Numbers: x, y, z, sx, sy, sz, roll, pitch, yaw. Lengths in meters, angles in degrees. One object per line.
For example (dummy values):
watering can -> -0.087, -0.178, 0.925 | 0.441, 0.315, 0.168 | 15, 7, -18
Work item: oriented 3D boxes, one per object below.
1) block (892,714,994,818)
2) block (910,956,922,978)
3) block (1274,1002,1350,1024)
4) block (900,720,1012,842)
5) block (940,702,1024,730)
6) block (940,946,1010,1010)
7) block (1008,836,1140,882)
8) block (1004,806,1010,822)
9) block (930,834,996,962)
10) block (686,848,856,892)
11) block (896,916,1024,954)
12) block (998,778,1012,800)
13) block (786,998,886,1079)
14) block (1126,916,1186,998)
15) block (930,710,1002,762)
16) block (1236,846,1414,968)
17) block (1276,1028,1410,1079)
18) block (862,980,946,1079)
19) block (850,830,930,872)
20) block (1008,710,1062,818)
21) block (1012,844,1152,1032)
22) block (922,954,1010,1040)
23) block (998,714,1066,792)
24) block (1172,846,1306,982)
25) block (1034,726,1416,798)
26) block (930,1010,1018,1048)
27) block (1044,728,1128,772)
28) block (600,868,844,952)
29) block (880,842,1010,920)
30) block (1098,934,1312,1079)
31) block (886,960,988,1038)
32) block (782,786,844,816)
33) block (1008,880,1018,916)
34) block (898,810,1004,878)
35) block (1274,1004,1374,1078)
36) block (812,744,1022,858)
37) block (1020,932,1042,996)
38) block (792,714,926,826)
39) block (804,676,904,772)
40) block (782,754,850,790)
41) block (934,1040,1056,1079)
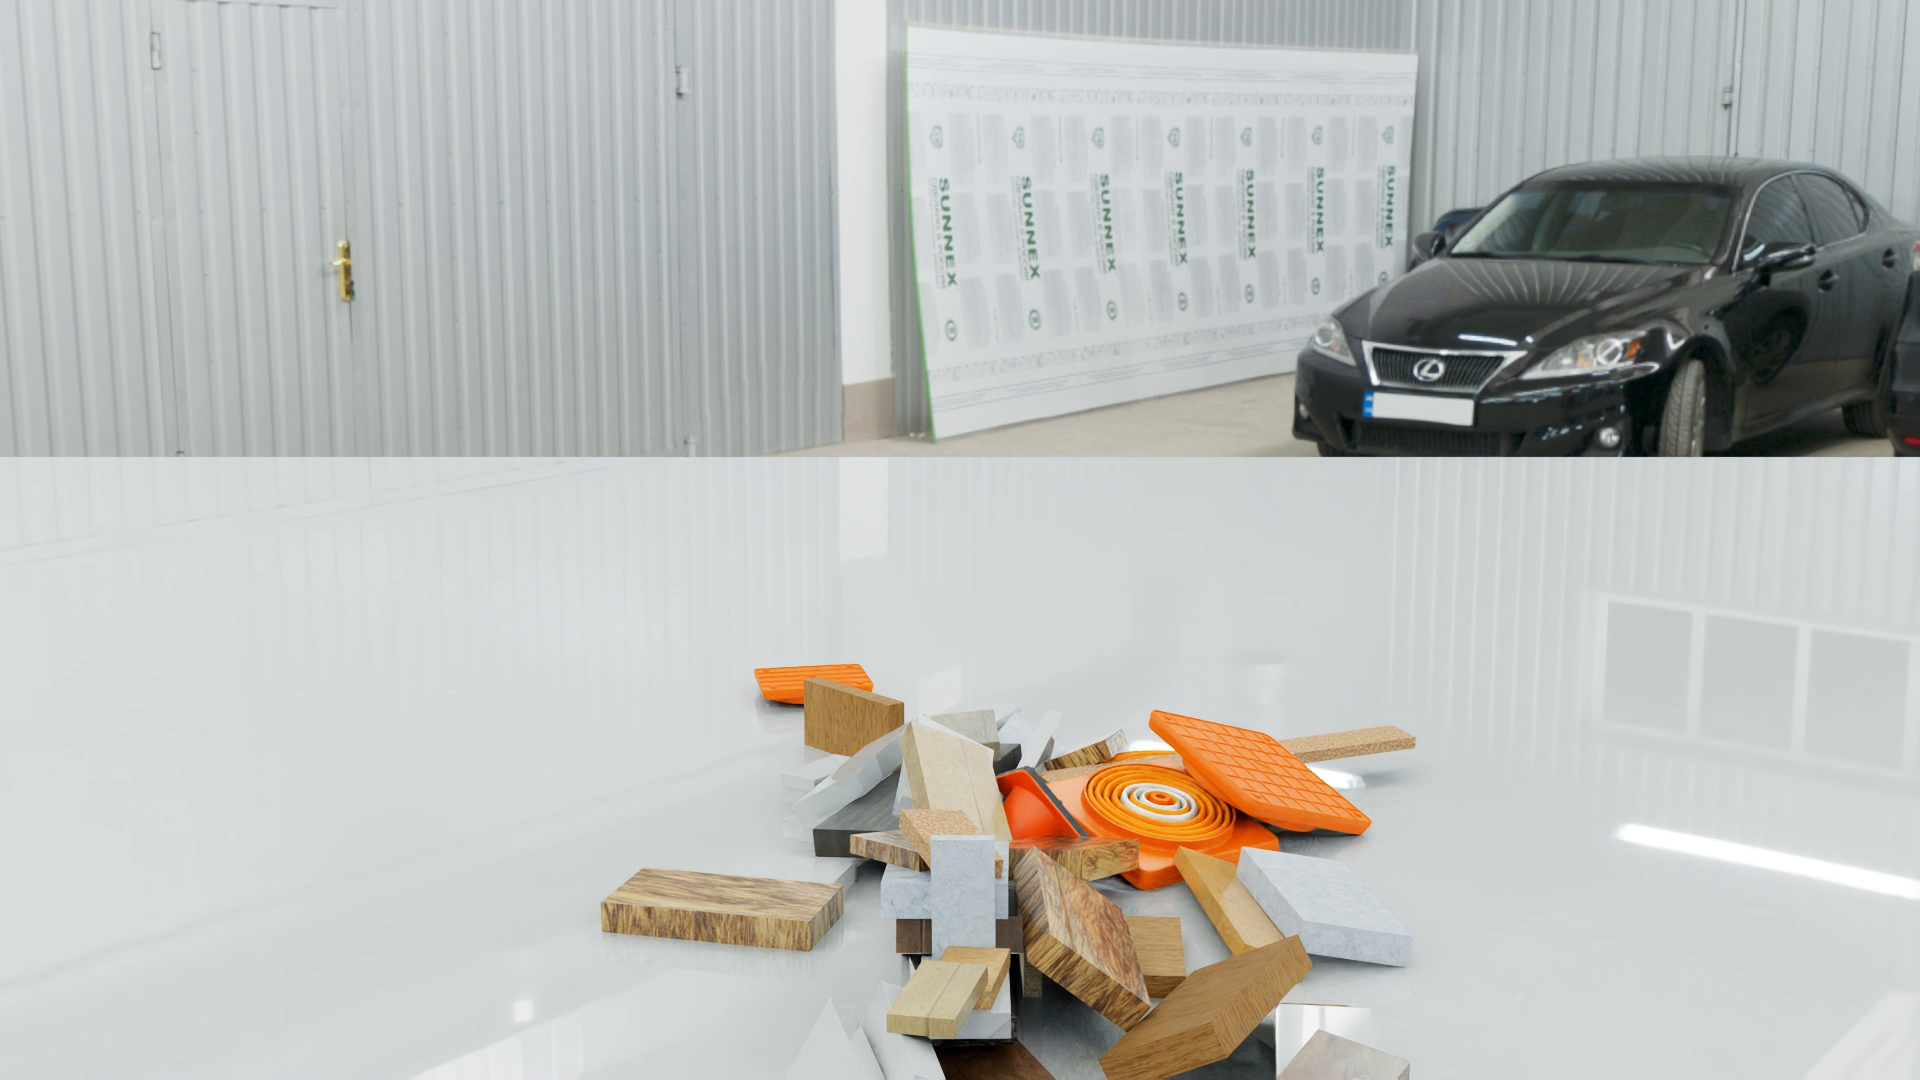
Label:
block -> -0.026, 0.422, 3.843 | 0.152, 0.043, 0.304 | 27, 21, -6
block -> -0.006, 0.635, 3.183 | 0.121, 0.034, 0.241 | -1, -3, -5
block -> 0.490, 0.694, 3.029 | 0.105, 0.030, 0.210 | 1, 11, 6
block -> -0.007, 0.429, 3.732 | 0.152, 0.043, 0.304 | 21, 23, -19
block -> 0.022, 0.375, 4.450 | 0.138, 0.039, 0.276 | 1, 7, 18
block -> 0.011, 0.583, 2.935 | 0.087, 0.025, 0.175 | 1, 8, 10
block -> 0.162, 0.514, 3.557 | 0.174, 0.049, 0.347 | -1, -5, 19
block -> 0.030, 0.519, 3.982 | 0.092, 0.026, 0.184 | 2, 11, 12
block -> 0.005, 0.495, 3.029 | 0.087, 0.175, 0.025 | 0, 8, 2
block -> -0.318, 0.566, 3.697 | 0.256, 0.036, 0.128 | 3, 11, 16
block -> -0.002, 0.582, 3.232 | 0.176, 0.050, 0.353 | 0, -11, 0
block -> 0.037, 0.467, 4.108 | 0.092, 0.026, 0.184 | -3, 10, 10
block -> -0.144, 0.701, 2.731 | 0.035, 0.123, 0.392 | 28, 3, -16
block -> 0.277, 0.632, 3.346 | 0.123, 0.035, 0.246 | 1, 11, 4
block -> 0.008, 0.375, 4.180 | 0.126, 0.036, 0.252 | -6, 9, -1
block -> 0.573, 0.579, 3.498 | 0.176, 0.050, 0.353 | 10, 9, -10
block -> 0.448, 0.711, 2.738 | 0.128, 0.036, 0.257 | 14, 28, 31
block -> -0.087, 0.681, 2.759 | 0.042, 0.148, 0.296 | 21, 6, -13
block -> -0.072, 0.456, 3.240 | 0.095, 0.027, 0.191 | -1, 2, -34
block -> 0.139, 0.419, 4.134 | 0.030, 0.105, 0.210 | 18, 32, 10
block -> 0.172, 0.571, 3.181 | 0.176, 0.050, 0.353 | 37, 8, -9
block -> 0.006, 0.610, 2.954 | 0.121, 0.034, 0.241 | -1, 8, 0
block -> 0.122, 0.421, 4.314 | 0.126, 0.036, 0.252 | 35, 17, 7
block -> 0.441, 0.589, 3.500 | 0.105, 0.030, 0.461 | 19, 8, -10
block -> 0.517, 0.420, 4.197 | 0.796, 0.023, 0.081 | -5, 15, -24
block -> 0.006, 0.661, 3.023 | 0.121, 0.034, 0.241 | -1, -4, -5
block -> 0.246, 0.414, 4.261 | 0.126, 0.036, 0.252 | -22, -4, 11
block -> -0.379, 0.591, 3.529 | 0.347, 0.049, 0.174 | 3, 11, 14
block -> -0.017, 0.495, 3.222 | 0.176, 0.050, 0.353 | 0, 1, 1
block -> 0.342, 0.647, 3.016 | 0.176, 0.050, 0.353 | -26, -3, 29
block -> -0.027, 0.582, 2.794 | 0.087, 0.025, 0.175 | 2, 12, 14
block -> -0.194, 0.485, 4.127 | 0.138, 0.039, 0.276 | -9, 14, -41
block -> -0.001, 0.557, 3.470 | 0.176, 0.050, 0.353 | 0, -4, 0
block -> -0.014, 0.434, 3.150 | 0.095, 0.027, 0.191 | 3, 14, -19
block -> 0.479, 0.696, 2.878 | 0.128, 0.036, 0.257 | 1, 21, 7
block -> -0.066, 0.463, 3.957 | 0.174, 0.049, 0.541 | -2, 10, 23
block -> 0.106, 0.607, 3.316 | 0.027, 0.095, 0.191 | 0, 11, -1
block -> -0.173, 0.420, 4.039 | 0.152, 0.043, 0.304 | -31, 2, 29
block -> -0.216, 0.373, 4.460 | 0.039, 0.138, 0.276 | -9, 14, -41
block -> -0.256, 0.443, 4.185 | 0.081, 0.023, 0.161 | 8, 13, 36
block -> 0.135, 0.765, 2.614 | 0.148, 0.042, 0.771 | -4, 11, -20
